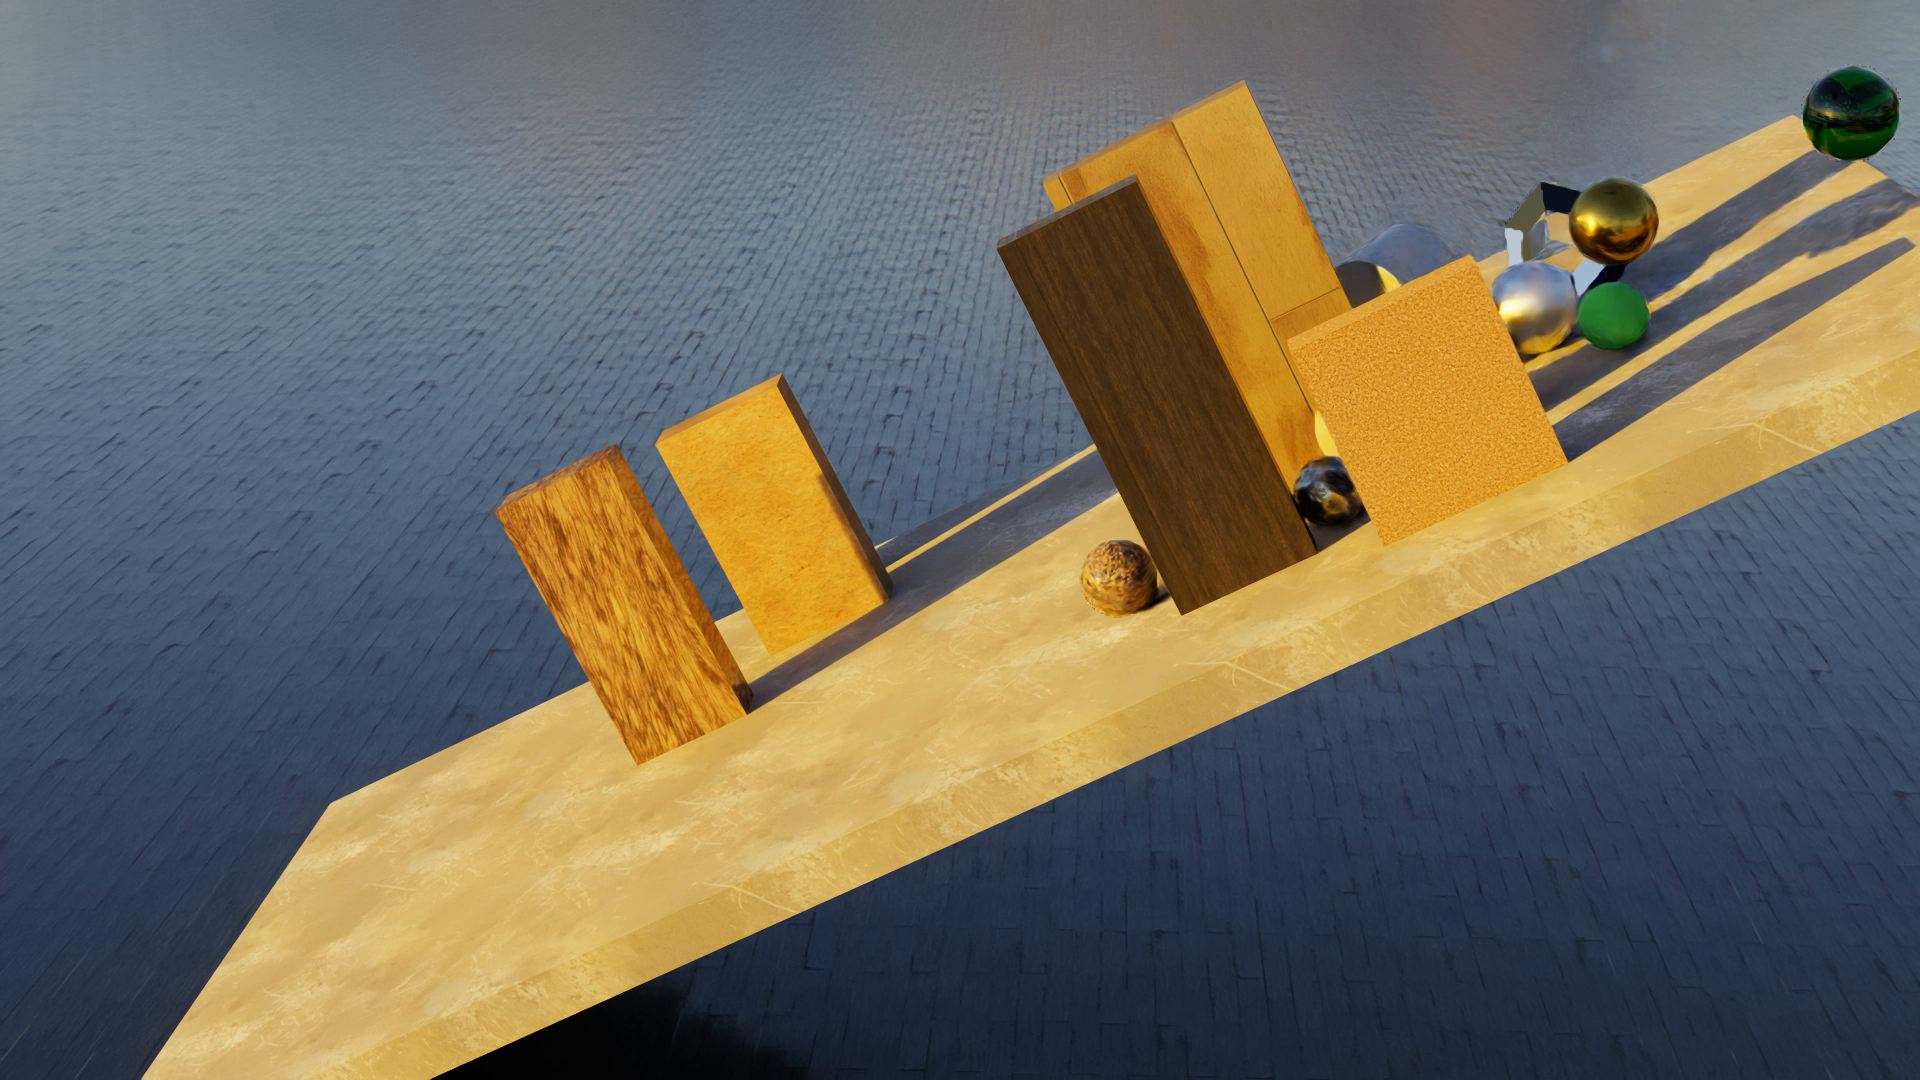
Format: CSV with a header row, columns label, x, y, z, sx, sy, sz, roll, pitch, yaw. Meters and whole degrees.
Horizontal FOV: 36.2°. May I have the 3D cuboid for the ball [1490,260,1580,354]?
label,x,y,z,sx,sy,sz,roll,pitch,yaw
ball,1.177,-0.479,6.050,0.190,0.190,0.190,0,17,0

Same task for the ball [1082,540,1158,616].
label,x,y,z,sx,sy,sz,roll,pitch,yaw
ball,0.313,0.073,5.760,0.150,0.150,0.150,0,17,0

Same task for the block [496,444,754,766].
label,x,y,z,sx,sy,sz,roll,pitch,yaw
block,-0.730,0.143,6.447,0.274,0.646,0.134,-25,14,10

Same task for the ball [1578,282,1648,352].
label,x,y,z,sx,sy,sz,roll,pitch,yaw
ball,1.290,-0.442,5.810,0.138,0.138,0.138,0,17,0

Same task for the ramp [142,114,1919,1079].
label,x,y,z,sx,sy,sz,roll,pitch,yaw
ramp,0.139,0.168,6.281,4.000,0.100,2.000,-25,14,10

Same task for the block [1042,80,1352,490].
label,x,y,z,sx,sy,sz,roll,pitch,yaw
block,0.545,-0.476,5.976,0.448,0.788,0.087,-25,14,10

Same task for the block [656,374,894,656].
label,x,y,z,sx,sy,sz,roll,pitch,yaw
block,-0.423,-0.057,6.771,0.312,0.563,0.121,-25,14,10

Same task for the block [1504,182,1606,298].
label,x,y,z,sx,sy,sz,roll,pitch,yaw
block,1.252,-0.625,6.144,0.154,0.154,0.154,11,54,-17

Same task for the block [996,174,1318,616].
label,x,y,z,sx,sy,sz,roll,pitch,yaw
block,0.374,-0.268,5.531,0.285,0.790,0.088,-25,14,10

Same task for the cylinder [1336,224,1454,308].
label,x,y,z,sx,sy,sz,roll,pitch,yaw
cylinder,0.888,-0.520,6.060,0.204,0.204,0.204,12,34,34

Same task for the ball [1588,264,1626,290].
label,x,y,z,sx,sy,sz,roll,pitch,yaw
ball,1.358,-0.602,6.282,0.134,0.134,0.134,0,17,0

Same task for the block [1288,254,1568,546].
label,x,y,z,sx,sy,sz,roll,pitch,yaw
block,0.853,-0.254,5.373,0.365,0.409,0.099,-25,14,10

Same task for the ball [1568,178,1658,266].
label,x,y,z,sx,sy,sz,roll,pitch,yaw
ball,1.254,-0.610,5.645,0.169,0.169,0.169,0,17,0

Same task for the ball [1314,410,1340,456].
label,x,y,z,sx,sy,sz,roll,pitch,yaw
ball,0.800,-0.228,5.856,0.188,0.188,0.188,0,17,0

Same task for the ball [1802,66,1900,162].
label,x,y,z,sx,sy,sz,roll,pitch,yaw
ball,1.775,-0.849,5.859,0.186,0.186,0.186,0,17,0

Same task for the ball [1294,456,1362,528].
label,x,y,z,sx,sy,sz,roll,pitch,yaw
ball,0.708,-0.093,5.641,0.138,0.138,0.138,0,17,0
